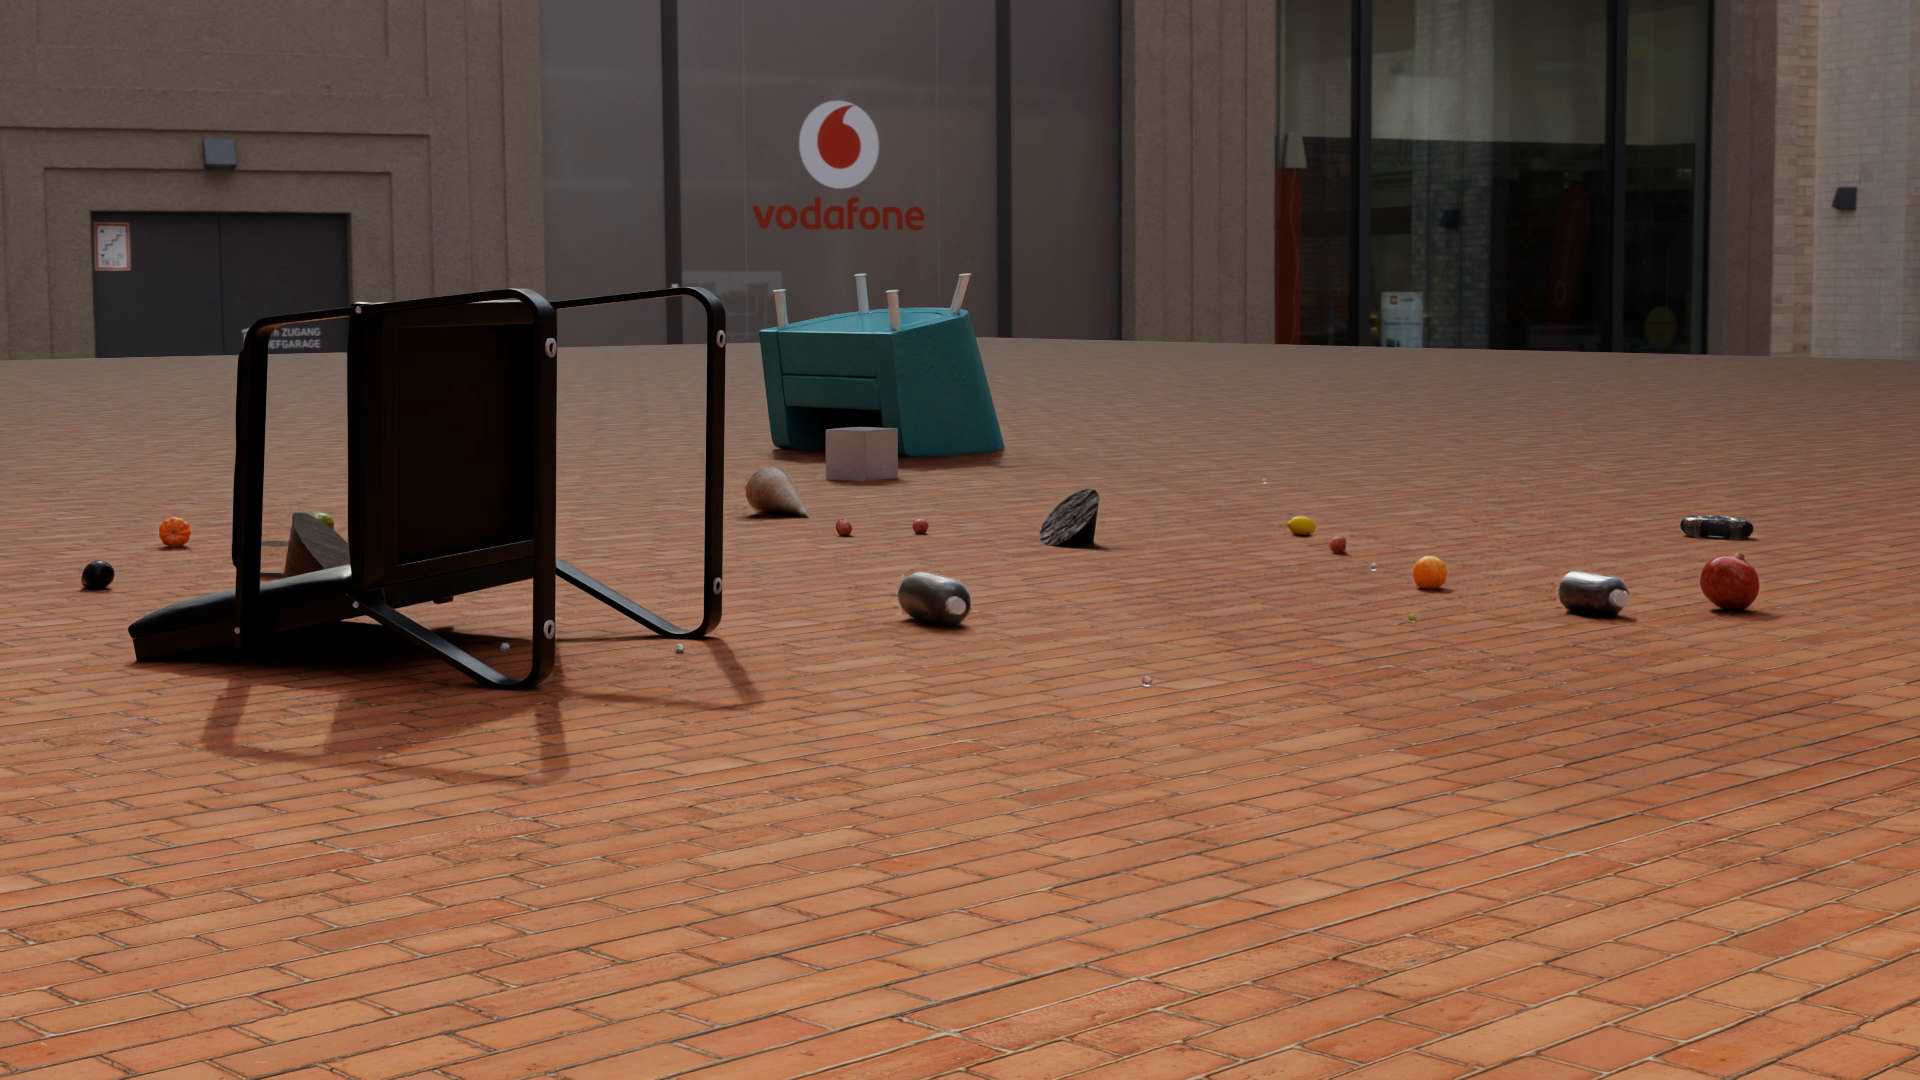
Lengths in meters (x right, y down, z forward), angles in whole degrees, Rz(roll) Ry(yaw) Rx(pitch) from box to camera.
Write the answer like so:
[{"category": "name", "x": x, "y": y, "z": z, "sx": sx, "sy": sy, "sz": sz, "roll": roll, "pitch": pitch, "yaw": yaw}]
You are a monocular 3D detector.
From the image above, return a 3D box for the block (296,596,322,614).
[{"category": "block", "x": -1.277, "y": 0.128, "z": 5.034, "sx": 0.045, "sy": 0.027, "sz": 0.076, "roll": 0, "pitch": 6, "yaw": -12}]

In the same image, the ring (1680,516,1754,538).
[{"category": "ring", "x": 1.913, "y": -0.032, "z": 6.486, "sx": 0.184, "sy": 0.050, "sz": 0.110, "roll": 5, "pitch": 9, "yaw": 33}]

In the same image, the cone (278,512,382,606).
[{"category": "cone", "x": -1.304, "y": 0.082, "z": 5.132, "sx": 0.156, "sy": 0.226, "sz": 0.291, "roll": -39, "pitch": -17, "yaw": 4}]

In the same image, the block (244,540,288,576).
[{"category": "block", "x": -1.510, "y": 0.041, "z": 5.683, "sx": 0.111, "sy": 0.067, "sz": 0.110, "roll": 1, "pitch": 6, "yaw": 12}]

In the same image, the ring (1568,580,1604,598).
[{"category": "ring", "x": 1.290, "y": 0.101, "z": 5.281, "sx": 0.066, "sy": 0.031, "sz": 0.126, "roll": 5, "pitch": 8, "yaw": 30}]

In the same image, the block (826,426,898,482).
[{"category": "block", "x": -0.319, "y": -0.281, "z": 8.345, "sx": 0.157, "sy": 0.162, "sz": 0.184, "roll": 4, "pitch": 7, "yaw": 33}]

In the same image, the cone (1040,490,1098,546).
[{"category": "cone", "x": 0.299, "y": -0.024, "z": 6.324, "sx": 0.185, "sy": 0.097, "sz": 0.178, "roll": -35, "pitch": 27, "yaw": 18}]

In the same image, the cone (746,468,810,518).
[{"category": "cone", "x": -0.471, "y": -0.099, "z": 7.059, "sx": 0.201, "sy": 0.130, "sz": 0.161, "roll": 33, "pitch": 3, "yaw": 43}]
